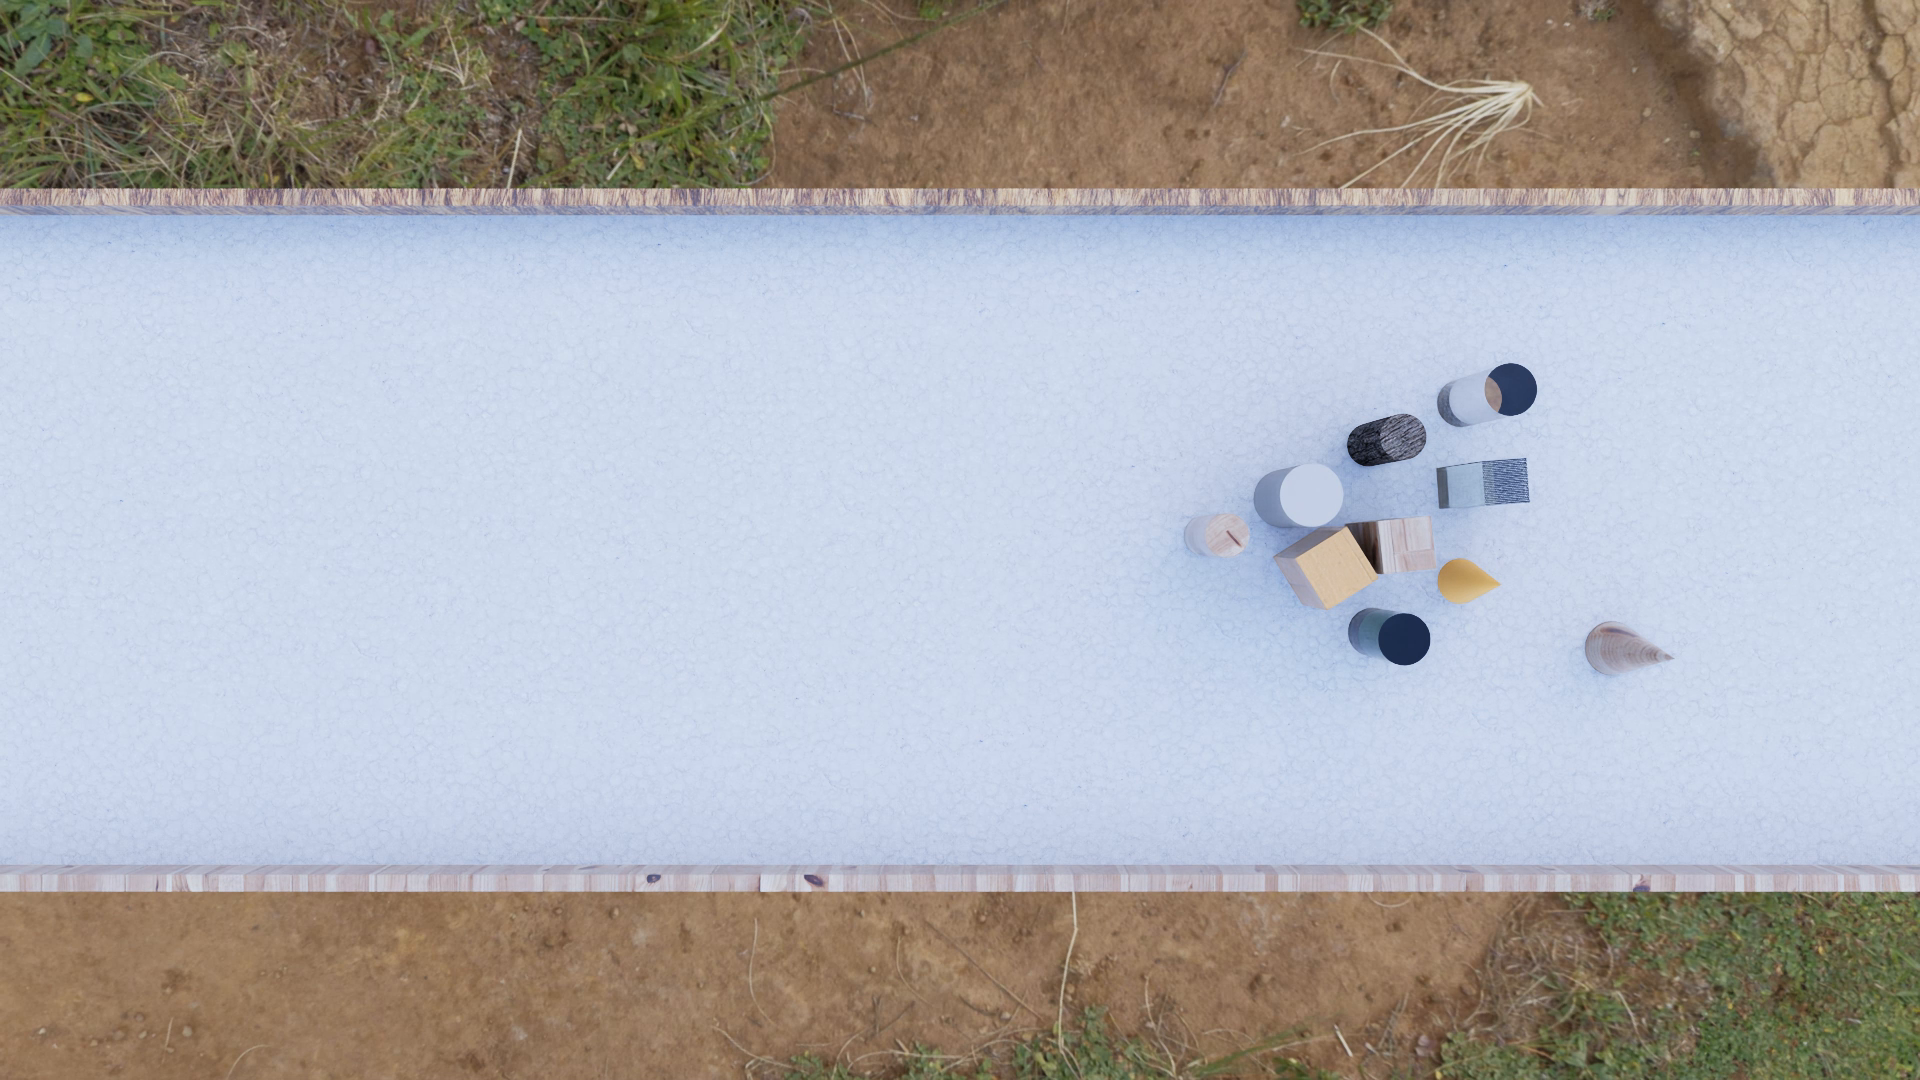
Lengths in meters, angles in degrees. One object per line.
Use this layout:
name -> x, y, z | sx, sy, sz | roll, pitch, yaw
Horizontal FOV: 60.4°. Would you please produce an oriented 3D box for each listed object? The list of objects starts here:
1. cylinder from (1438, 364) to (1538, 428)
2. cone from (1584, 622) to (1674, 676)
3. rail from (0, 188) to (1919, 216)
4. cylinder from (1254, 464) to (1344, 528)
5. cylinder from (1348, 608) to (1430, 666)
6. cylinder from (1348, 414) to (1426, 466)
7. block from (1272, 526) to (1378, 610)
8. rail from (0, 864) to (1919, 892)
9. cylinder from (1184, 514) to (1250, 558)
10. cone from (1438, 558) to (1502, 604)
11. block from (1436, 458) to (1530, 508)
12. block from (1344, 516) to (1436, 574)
cylinder -> 1.542, -0.422, 4.847 | 0.149, 0.458, 0.149 | 0, 90, 0
cone -> 2.007, 0.333, 4.852 | 0.168, 0.449, 0.168 | 0, 90, 0
rail -> -2.247, -1.025, 5.002 | 12.000, 0.150, 0.050 | 0, 90, 0
cylinder -> 0.993, -0.127, 4.867 | 0.180, 0.419, 0.180 | 0, 90, 0
cylinder -> 1.269, 0.284, 4.893 | 0.151, 0.367, 0.151 | 0, 90, 0
cylinder -> 1.257, -0.293, 4.877 | 0.133, 0.399, 0.133 | 0, 90, 0
block -> 1.080, 0.081, 4.896 | 0.174, 0.359, 0.174 | -32, 90, 1
rail -> -2.247, 1.025, 5.001 | 12.000, 0.150, 0.050 | 0, 90, 0
cylinder -> 0.751, -0.013, 4.854 | 0.125, 0.444, 0.125 | 0, 90, 0
cone -> 1.540, 0.127, 4.881 | 0.139, 0.390, 0.139 | 0, 90, 0
block -> 1.533, -0.163, 4.854 | 0.126, 0.444, 0.126 | -4, 90, 0
block -> 1.270, 0.015, 4.886 | 0.152, 0.378, 0.152 | -6, 90, -1
